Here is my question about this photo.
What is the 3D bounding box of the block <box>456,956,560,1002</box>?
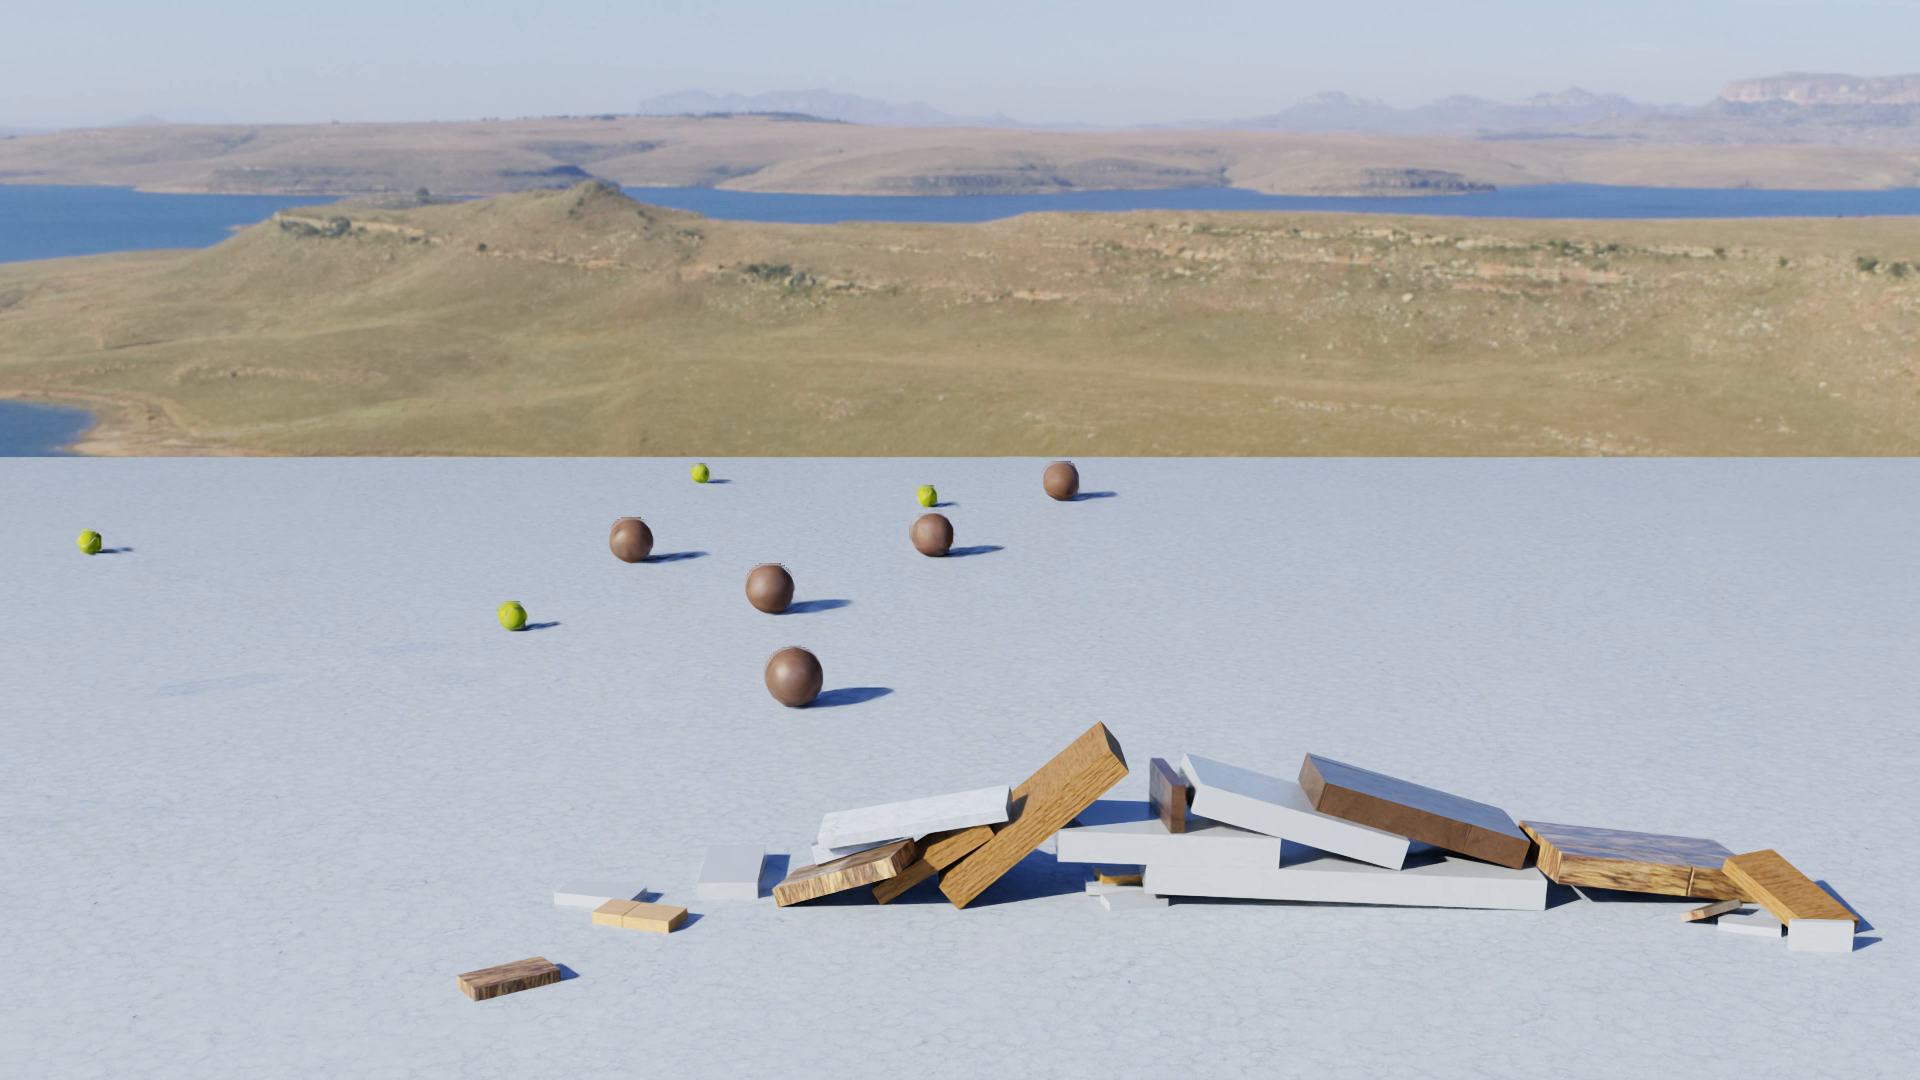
[{"bbox_3d":[-0.672,0.653,3.276,0.136,0.019,0.068,-7,13,-34],"label":"block"}]

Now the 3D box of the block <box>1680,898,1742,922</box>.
[{"bbox_3d":[1.211,0.596,3.546,0.094,0.013,0.047,-7,-12,-33],"label":"block"}]

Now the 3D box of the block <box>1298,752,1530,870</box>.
[{"bbox_3d":[0.760,0.454,3.700,0.357,0.051,0.179,16,10,-4],"label":"block"}]

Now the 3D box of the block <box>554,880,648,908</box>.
[{"bbox_3d":[-0.593,0.587,3.634,0.136,0.019,0.068,3,11,15],"label":"block"}]

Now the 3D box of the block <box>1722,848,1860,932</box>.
[{"bbox_3d":[1.333,0.571,3.534,0.099,0.028,0.198,-5,29,-25],"label":"block"}]

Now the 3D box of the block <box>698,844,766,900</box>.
[{"bbox_3d":[-0.386,0.563,3.738,0.099,0.028,0.198,0,11,-1],"label":"block"}]

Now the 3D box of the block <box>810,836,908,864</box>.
[{"bbox_3d":[-0.141,0.498,3.714,0.220,0.031,0.110,-16,-3,-5],"label":"block"}]

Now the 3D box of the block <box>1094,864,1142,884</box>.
[{"bbox_3d":[0.281,0.562,3.698,0.101,0.014,0.050,0,11,-13],"label":"block"}]

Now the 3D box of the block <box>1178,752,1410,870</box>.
[{"bbox_3d":[0.551,0.451,3.663,0.360,0.051,0.180,16,10,-6],"label":"block"}]

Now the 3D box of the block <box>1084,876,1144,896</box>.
[{"bbox_3d":[0.261,0.579,3.676,0.101,0.014,0.050,2,10,-1],"label":"block"}]

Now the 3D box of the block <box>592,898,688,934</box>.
[{"bbox_3d":[-0.515,0.604,3.538,0.136,0.019,0.068,4,11,19],"label":"block"}]

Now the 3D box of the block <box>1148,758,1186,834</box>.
[{"bbox_3d":[0.343,0.423,3.645,0.023,0.080,0.160,-1,11,-8],"label":"block"}]

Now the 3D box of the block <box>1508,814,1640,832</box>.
[{"bbox_3d":[1.006,0.524,3.946,0.423,0.028,0.099,5,11,24],"label":"block"}]

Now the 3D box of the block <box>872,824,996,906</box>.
[{"bbox_3d":[-0.046,0.519,3.656,0.220,0.031,0.110,-32,10,4],"label":"block"}]

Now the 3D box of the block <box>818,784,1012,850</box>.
[{"bbox_3d":[-0.074,0.458,3.635,0.319,0.023,0.080,-10,22,11],"label":"block"}]

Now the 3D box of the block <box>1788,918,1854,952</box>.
[{"bbox_3d":[1.336,0.614,3.413,0.094,0.047,0.013,1,11,4],"label":"block"}]

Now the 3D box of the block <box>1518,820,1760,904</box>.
[{"bbox_3d":[1.133,0.537,3.675,0.357,0.051,0.179,7,10,-10],"label":"block"}]

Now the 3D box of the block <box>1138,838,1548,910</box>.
[{"bbox_3d":[0.629,0.550,3.670,0.653,0.051,0.179,2,11,0],"label":"block"}]

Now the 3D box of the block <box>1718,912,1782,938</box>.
[{"bbox_3d":[1.258,0.614,3.505,0.095,0.013,0.047,4,11,19],"label":"block"}]

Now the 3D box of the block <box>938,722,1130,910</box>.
[{"bbox_3d":[0.118,0.455,3.658,0.360,0.051,0.180,-40,9,6],"label":"block"}]

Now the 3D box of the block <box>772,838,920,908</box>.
[{"bbox_3d":[-0.188,0.546,3.617,0.221,0.031,0.110,-18,4,20],"label":"block"}]

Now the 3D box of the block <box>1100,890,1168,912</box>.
[{"bbox_3d":[0.287,0.592,3.618,0.101,0.014,0.050,-3,11,-14],"label":"block"}]

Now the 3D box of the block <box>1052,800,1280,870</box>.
[{"bbox_3d":[0.338,0.487,3.658,0.360,0.051,0.180,2,11,-2],"label":"block"}]
